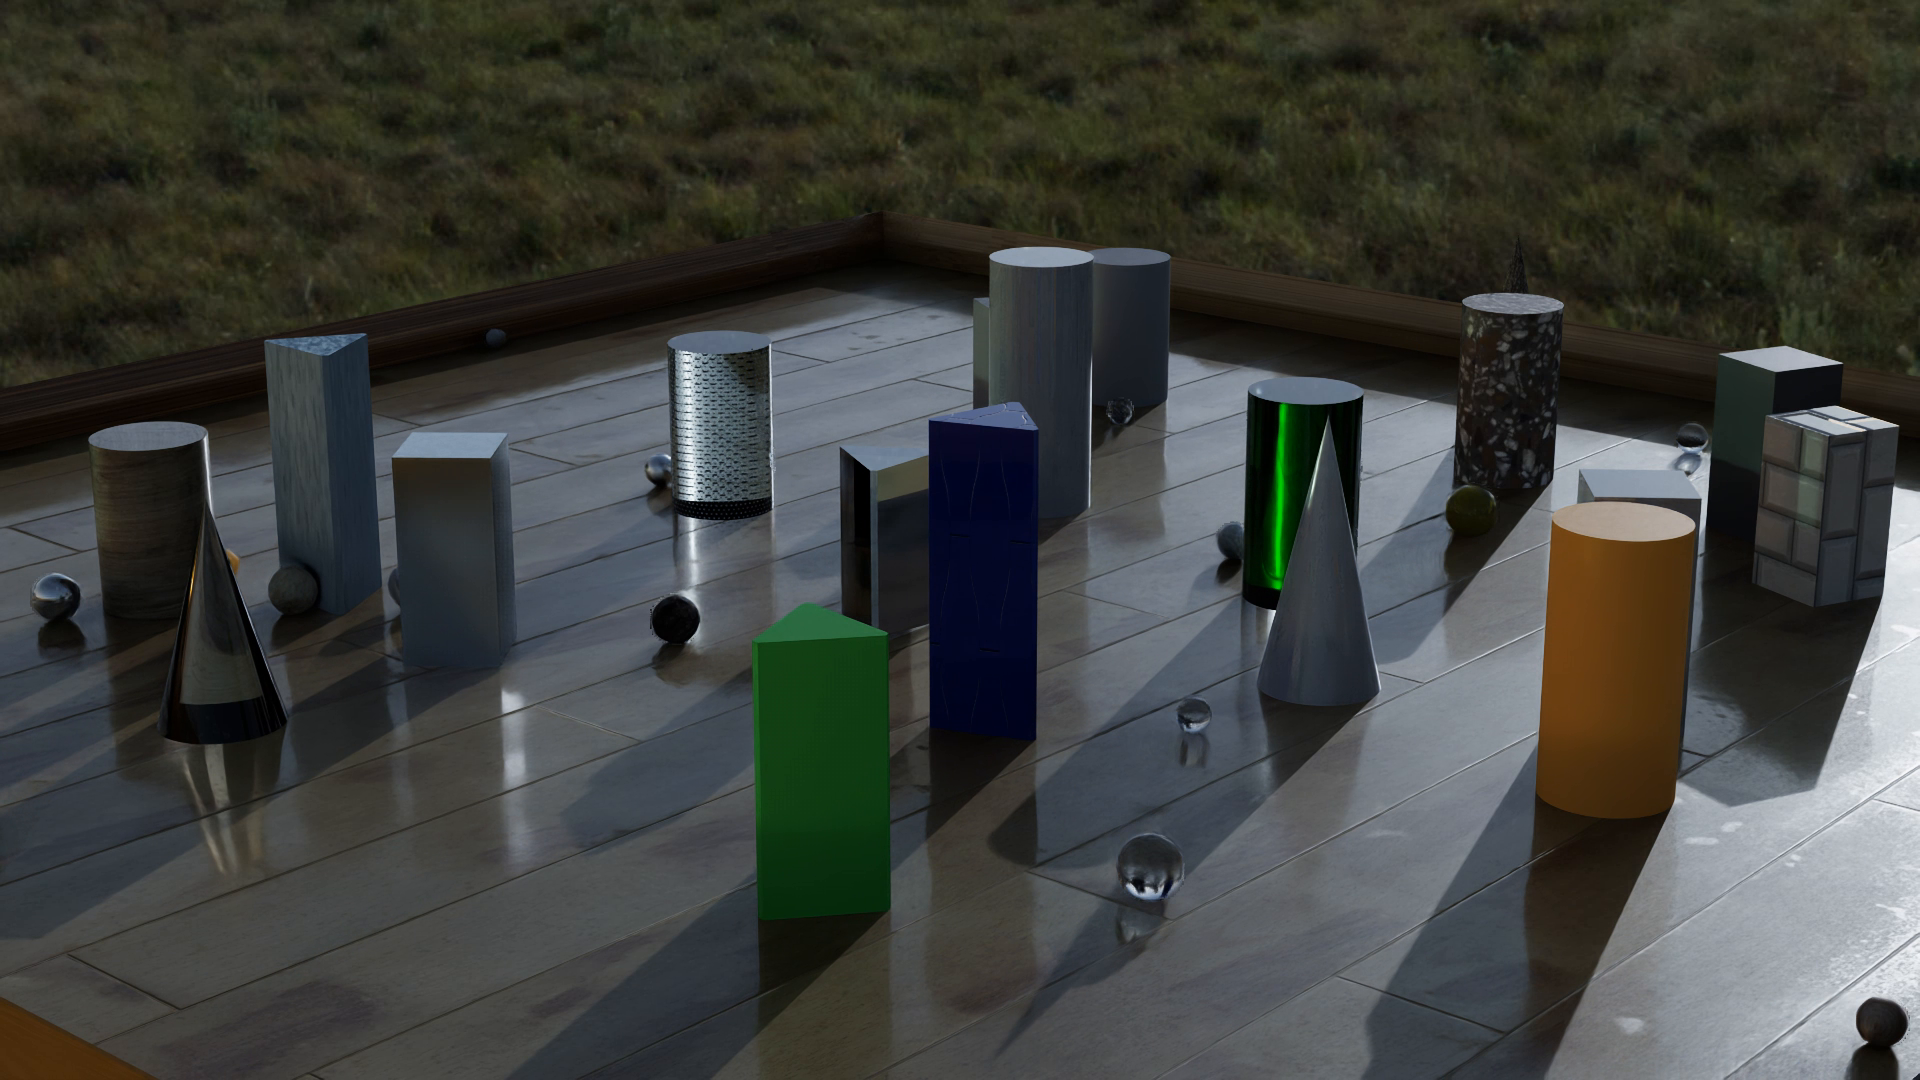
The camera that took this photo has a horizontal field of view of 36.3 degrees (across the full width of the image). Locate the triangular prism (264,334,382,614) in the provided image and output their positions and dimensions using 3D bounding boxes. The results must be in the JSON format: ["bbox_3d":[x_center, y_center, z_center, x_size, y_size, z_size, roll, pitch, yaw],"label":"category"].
[{"bbox_3d":[-1.073,-0.122,5.067,0.171,0.456,0.148,15,22,40],"label":"triangular prism"}]

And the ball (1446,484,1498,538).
[{"bbox_3d":[0.954,-0.054,5.461,0.099,0.099,0.099,0,17,0],"label":"ball"}]

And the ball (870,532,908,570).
[{"bbox_3d":[-0.127,0.019,5.270,0.069,0.069,0.069,0,17,0],"label":"ball"}]

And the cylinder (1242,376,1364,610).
[{"bbox_3d":[0.592,-0.080,5.077,0.198,0.369,0.198,0,17,0],"label":"cylinder"}]

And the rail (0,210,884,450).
[{"bbox_3d":[-1.591,-0.366,6.442,0.045,0.128,4.265,14,22,39],"label":"rail"}]

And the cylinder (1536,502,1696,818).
[{"bbox_3d":[0.932,0.169,4.180,0.198,0.410,0.198,0,17,0],"label":"cylinder"}]

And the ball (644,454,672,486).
[{"bbox_3d":[-0.592,-0.139,5.804,0.064,0.064,0.064,0,17,0],"label":"ball"}]

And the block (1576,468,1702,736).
[{"bbox_3d":[1.027,0.095,4.484,0.158,0.377,0.158,1,17,3],"label":"block"}]

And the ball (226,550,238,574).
[{"bbox_3d":[-1.310,0.043,5.218,0.053,0.053,0.053,0,17,0],"label":"ball"}]

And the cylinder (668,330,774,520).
[{"bbox_3d":[-0.458,-0.221,5.624,0.198,0.325,0.198,0,17,0],"label":"cylinder"}]

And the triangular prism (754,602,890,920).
[{"bbox_3d":[-0.189,0.286,3.844,0.171,0.381,0.148,-3,17,-10],"label":"triangular prism"}]

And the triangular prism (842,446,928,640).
[{"bbox_3d":[-0.143,-0.002,4.942,0.148,0.299,0.171,13,21,38],"label":"triangular prism"}]

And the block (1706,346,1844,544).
[{"bbox_3d":[1.516,-0.176,5.463,0.158,0.331,0.158,-8,18,-24],"label":"block"}]

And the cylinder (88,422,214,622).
[{"bbox_3d":[-1.384,-0.034,5.042,0.198,0.301,0.198,0,17,0],"label":"cylinder"}]

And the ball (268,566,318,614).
[{"bbox_3d":[-1.143,0.086,5.024,0.083,0.083,0.083,0,17,0],"label":"ball"}]

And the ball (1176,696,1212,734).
[{"bbox_3d":[0.356,0.267,4.472,0.055,0.055,0.055,0,17,0],"label":"ball"}]

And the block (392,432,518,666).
[{"bbox_3d":[-0.824,0.014,4.796,0.158,0.351,0.158,0,17,2],"label":"block"}]

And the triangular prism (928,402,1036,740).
[{"bbox_3d":[0.059,0.042,4.470,0.171,0.486,0.148,6,18,20],"label":"triangular prism"}]

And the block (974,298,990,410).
[{"bbox_3d":[0.127,-0.350,6.108,0.158,0.292,0.158,-5,18,-17],"label":"block"}]

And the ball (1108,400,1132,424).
[{"bbox_3d":[0.342,-0.273,6.268,0.053,0.053,0.053,0,17,0],"label":"ball"}]

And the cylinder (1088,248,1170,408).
[{"bbox_3d":[0.362,-0.469,6.463,0.198,0.316,0.198,0,17,0],"label":"cylinder"}]

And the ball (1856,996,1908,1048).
[{"bbox_3d":[1.088,0.569,3.463,0.059,0.059,0.059,0,17,0],"label":"ball"}]

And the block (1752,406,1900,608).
[{"bbox_3d":[1.511,-0.060,5.123,0.158,0.306,0.158,-8,19,-25],"label":"block"}]

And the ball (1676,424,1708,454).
[{"bbox_3d":[1.508,-0.209,6.035,0.064,0.064,0.064,0,17,0],"label":"ball"}]

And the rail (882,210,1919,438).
[{"bbox_3d":[1.383,-0.427,6.645,4.261,0.128,0.045,14,22,39],"label":"rail"}]

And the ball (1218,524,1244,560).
[{"bbox_3d":[0.500,0.003,5.333,0.064,0.064,0.064,0,17,0],"label":"ball"}]

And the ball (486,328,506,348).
[{"bbox_3d":[-1.100,-0.478,6.955,0.048,0.048,0.048,0,17,0],"label":"ball"}]

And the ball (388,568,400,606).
[{"bbox_3d":[-0.943,0.079,5.049,0.082,0.082,0.082,0,17,0],"label":"ball"}]

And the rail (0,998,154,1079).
[{"bbox_3d":[-1.383,0.492,3.595,4.261,0.128,0.045,14,22,39],"label":"rail"}]

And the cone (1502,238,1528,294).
[{"bbox_3d":[1.151,-0.424,6.108,0.198,0.434,0.198,0,17,0],"label":"cone"}]

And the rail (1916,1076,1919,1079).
[{"bbox_3d":[1.591,0.431,3.797,0.045,0.128,4.265,14,22,39],"label":"rail"}]

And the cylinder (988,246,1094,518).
[{"bbox_3d":[0.154,-0.303,5.615,0.198,0.486,0.198,0,17,0],"label":"cylinder"}]

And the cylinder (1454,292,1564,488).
[{"bbox_3d":[1.090,-0.298,5.833,0.198,0.352,0.198,0,17,0],"label":"cylinder"}]

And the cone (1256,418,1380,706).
[{"bbox_3d":[0.573,0.019,4.621,0.198,0.444,0.198,0,17,0],"label":"cone"}]

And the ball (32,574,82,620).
[{"bbox_3d":[-1.538,0.097,4.990,0.081,0.081,0.081,0,17,0],"label":"ball"}]

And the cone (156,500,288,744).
[{"bbox_3d":[-1.137,0.108,4.470,0.198,0.359,0.198,0,17,0],"label":"cone"}]

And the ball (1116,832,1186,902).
[{"bbox_3d":[0.252,0.431,3.867,0.090,0.090,0.090,0,17,0],"label":"ball"}]

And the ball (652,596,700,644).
[{"bbox_3d":[-0.473,0.132,4.876,0.079,0.079,0.079,0,17,0],"label":"ball"}]
